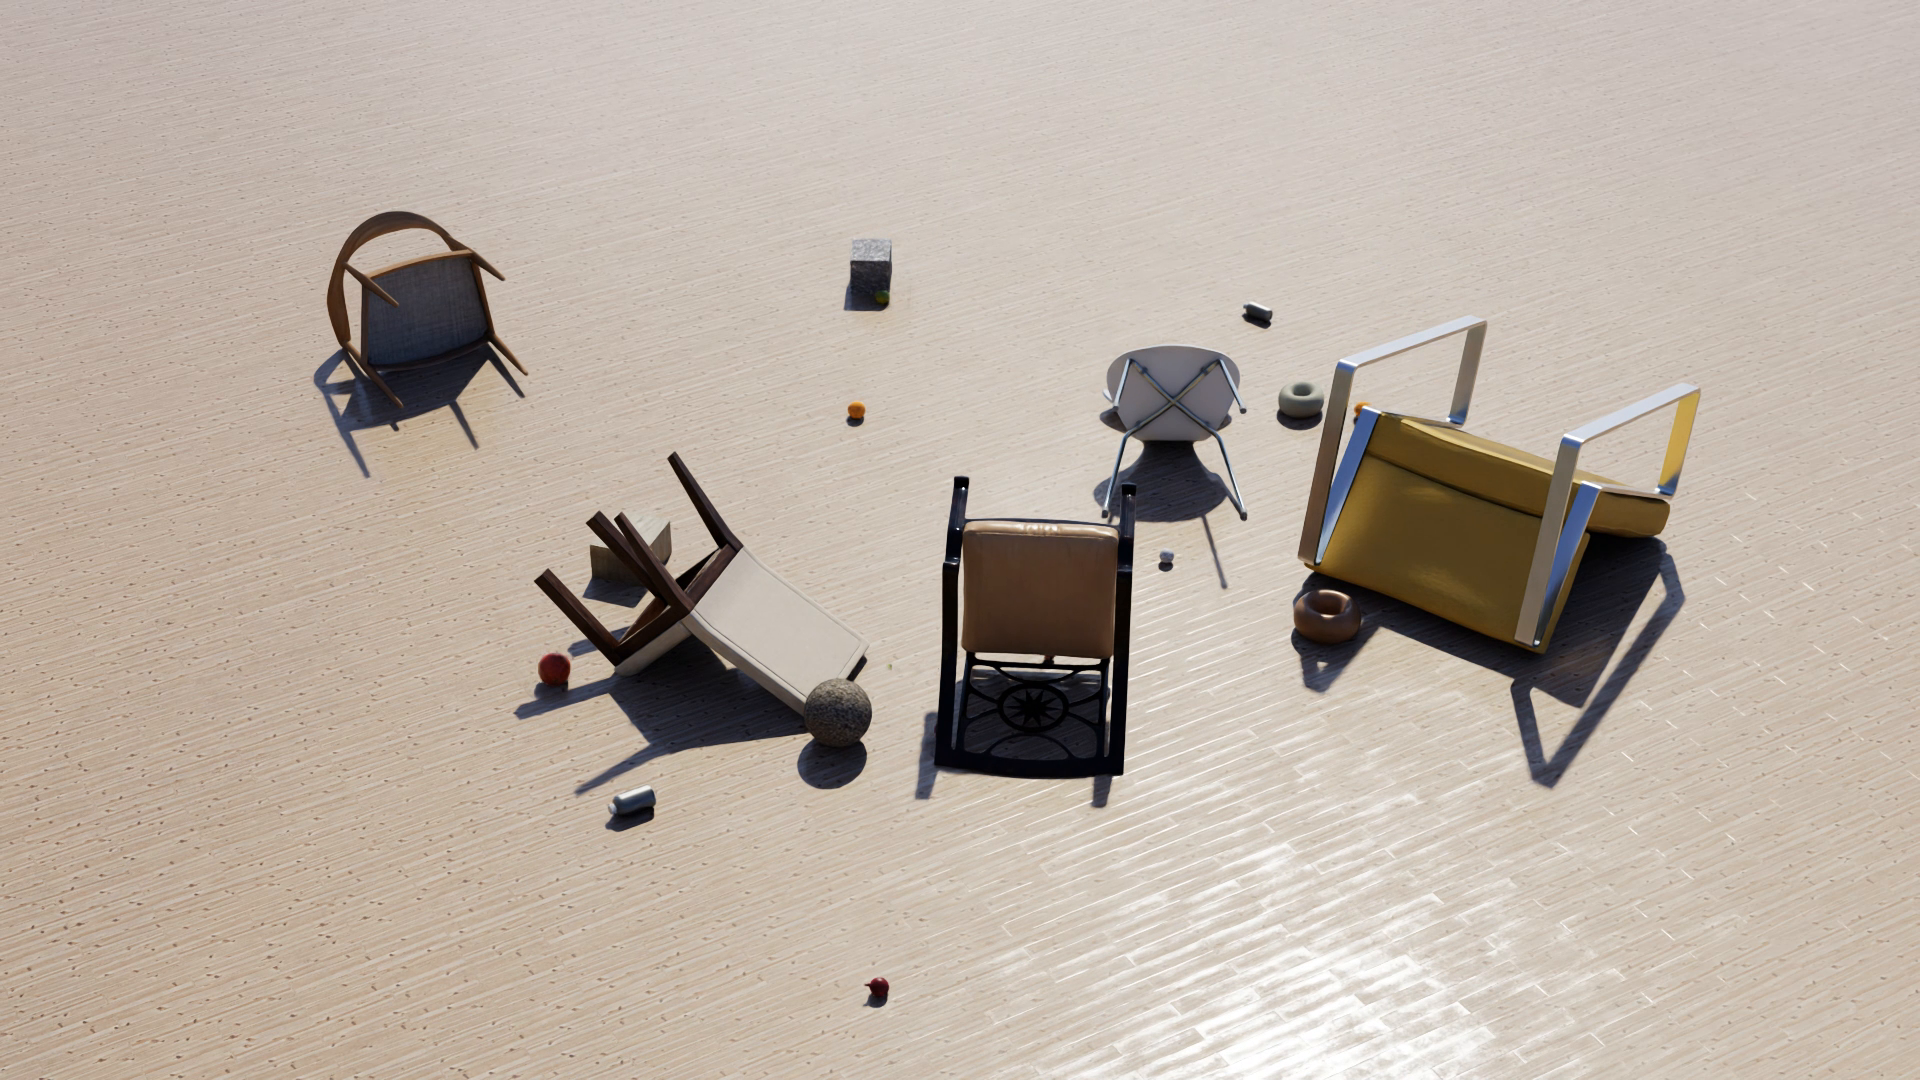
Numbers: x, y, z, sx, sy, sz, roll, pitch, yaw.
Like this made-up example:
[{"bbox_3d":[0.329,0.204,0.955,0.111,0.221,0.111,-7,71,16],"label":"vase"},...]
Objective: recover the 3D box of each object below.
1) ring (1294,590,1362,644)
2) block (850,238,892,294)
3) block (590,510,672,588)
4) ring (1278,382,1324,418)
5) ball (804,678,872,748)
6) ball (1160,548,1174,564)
[{"bbox_3d":[1.306,0.274,10.425,0.242,0.118,0.231,7,35,7],"label":"ring"},{"bbox_3d":[-0.381,-1.175,12.583,0.166,0.159,0.203,1,33,1],"label":"block"},{"bbox_3d":[-1.208,0.031,10.768,0.210,0.142,0.244,11,35,16],"label":"block"},{"bbox_3d":[1.363,-0.561,11.711,0.191,0.096,0.180,-28,42,-34],"label":"ring"},{"bbox_3d":[-0.410,0.581,9.853,0.231,0.231,0.231,0,33,0],"label":"ball"},{"bbox_3d":[0.762,0.058,10.805,0.057,0.057,0.057,0,33,0],"label":"ball"}]
